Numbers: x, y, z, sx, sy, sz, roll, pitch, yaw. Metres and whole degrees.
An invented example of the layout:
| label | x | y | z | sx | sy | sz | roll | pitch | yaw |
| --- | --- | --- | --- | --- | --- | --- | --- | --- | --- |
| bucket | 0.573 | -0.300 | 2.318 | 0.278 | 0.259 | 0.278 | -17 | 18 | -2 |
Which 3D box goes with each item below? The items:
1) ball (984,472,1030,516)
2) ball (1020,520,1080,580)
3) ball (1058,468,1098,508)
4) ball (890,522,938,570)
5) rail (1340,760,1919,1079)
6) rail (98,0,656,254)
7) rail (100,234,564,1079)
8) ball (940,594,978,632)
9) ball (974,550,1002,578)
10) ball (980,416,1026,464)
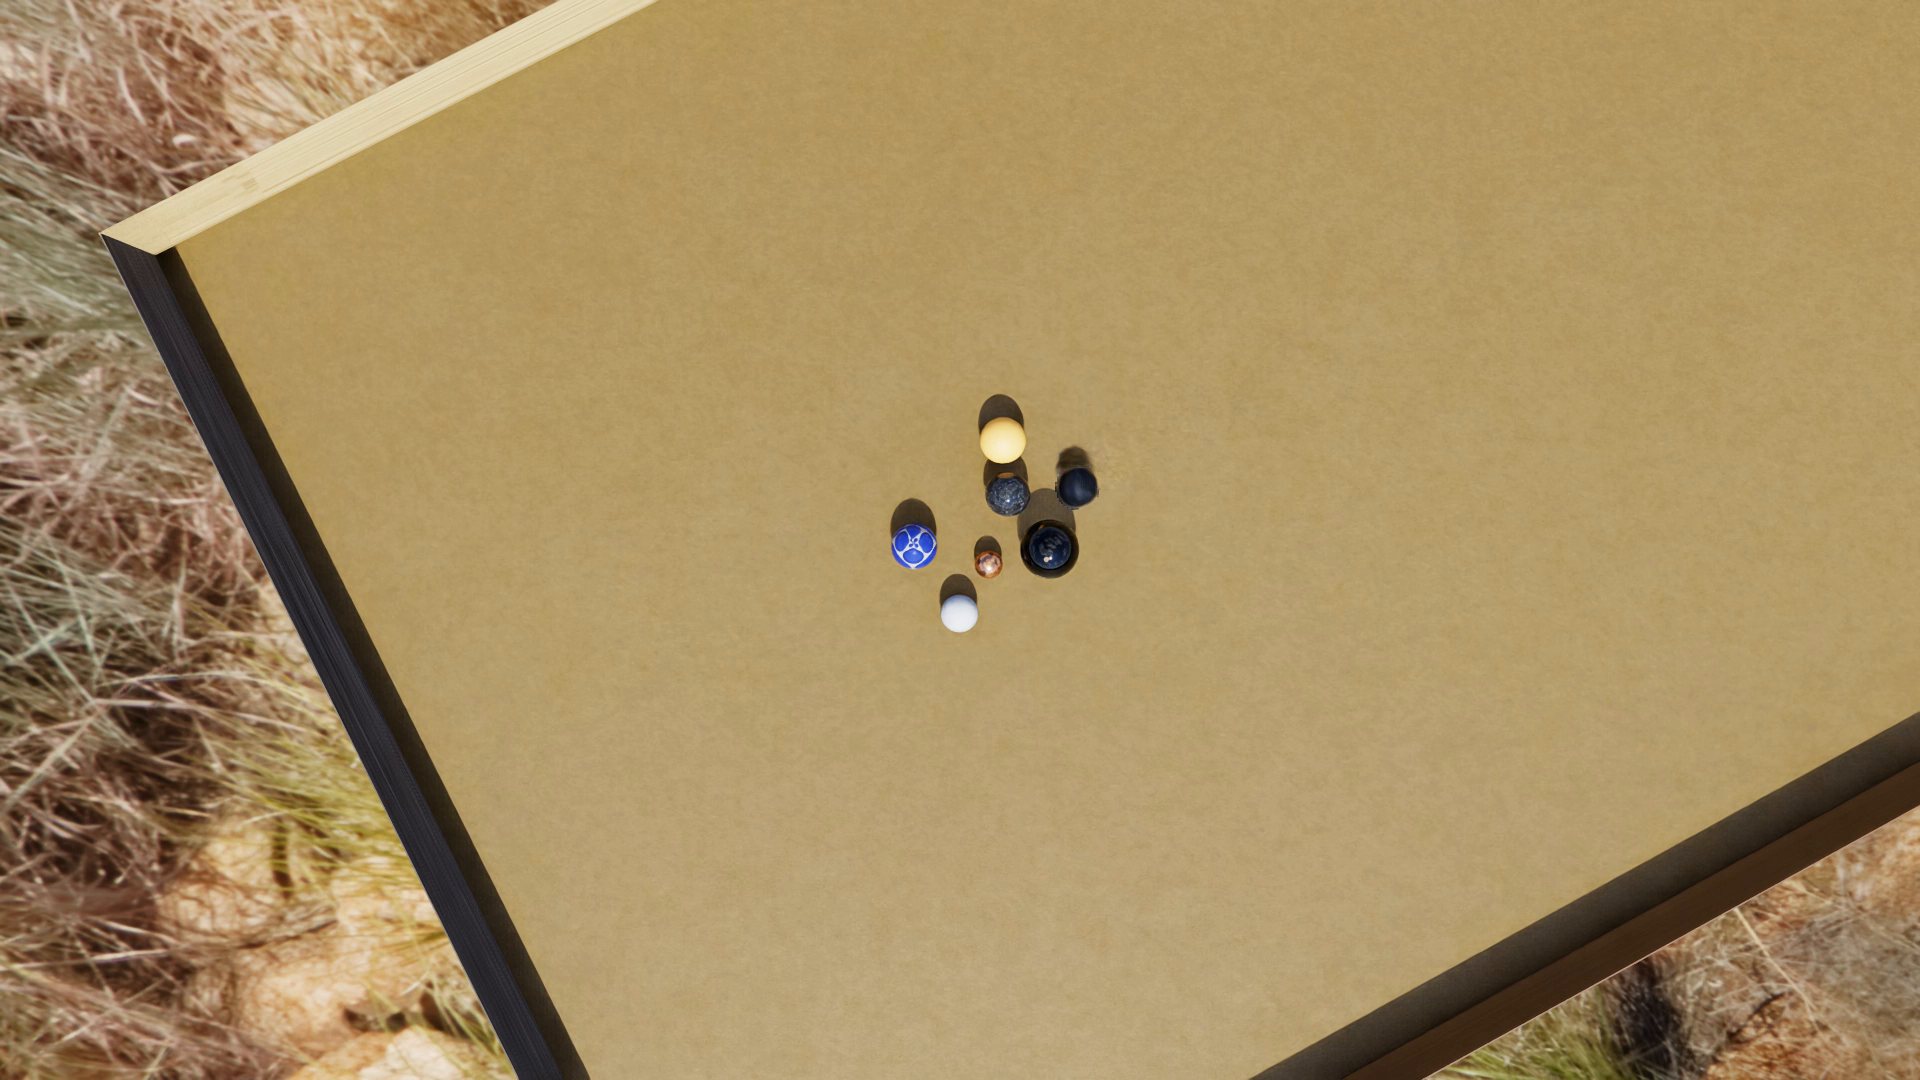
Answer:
| label | x | y | z | sx | sy | sz | roll | pitch | yaw |
| --- | --- | --- | --- | --- | --- | --- | --- | --- | --- |
| ball | 0.071 | -0.068 | 3.269 | 0.068 | 0.068 | 0.068 | 0 | 83 | 0 |
| ball | 0.132 | 0.014 | 3.249 | 0.089 | 0.089 | 0.089 | 0 | 83 | 0 |
| ball | 0.176 | -0.078 | 3.274 | 0.060 | 0.060 | 0.060 | 0 | 83 | 0 |
| ball | -0.068 | 0.009 | 3.259 | 0.069 | 0.069 | 0.069 | 0 | 83 | 0 |
| rail | 1.257 | 0.418 | 3.183 | 3.643 | 0.115 | 0.045 | -28 | 84 | -3 |
| rail | 0.351 | -1.273 | 3.397 | 3.643 | 0.115 | 0.045 | -28 | 84 | -3 |
| rail | -0.783 | 0.410 | 3.184 | 0.045 | 0.115 | 1.978 | -28 | 84 | -3 |
| ball | -0.001 | 0.109 | 3.253 | 0.057 | 0.057 | 0.057 | 0 | 83 | 0 |
| ball | 0.043 | 0.036 | 3.269 | 0.042 | 0.042 | 0.042 | 0 | 83 | 0 |
| ball | 0.064 | -0.149 | 3.279 | 0.069 | 0.069 | 0.069 | 0 | 83 | 0 |
